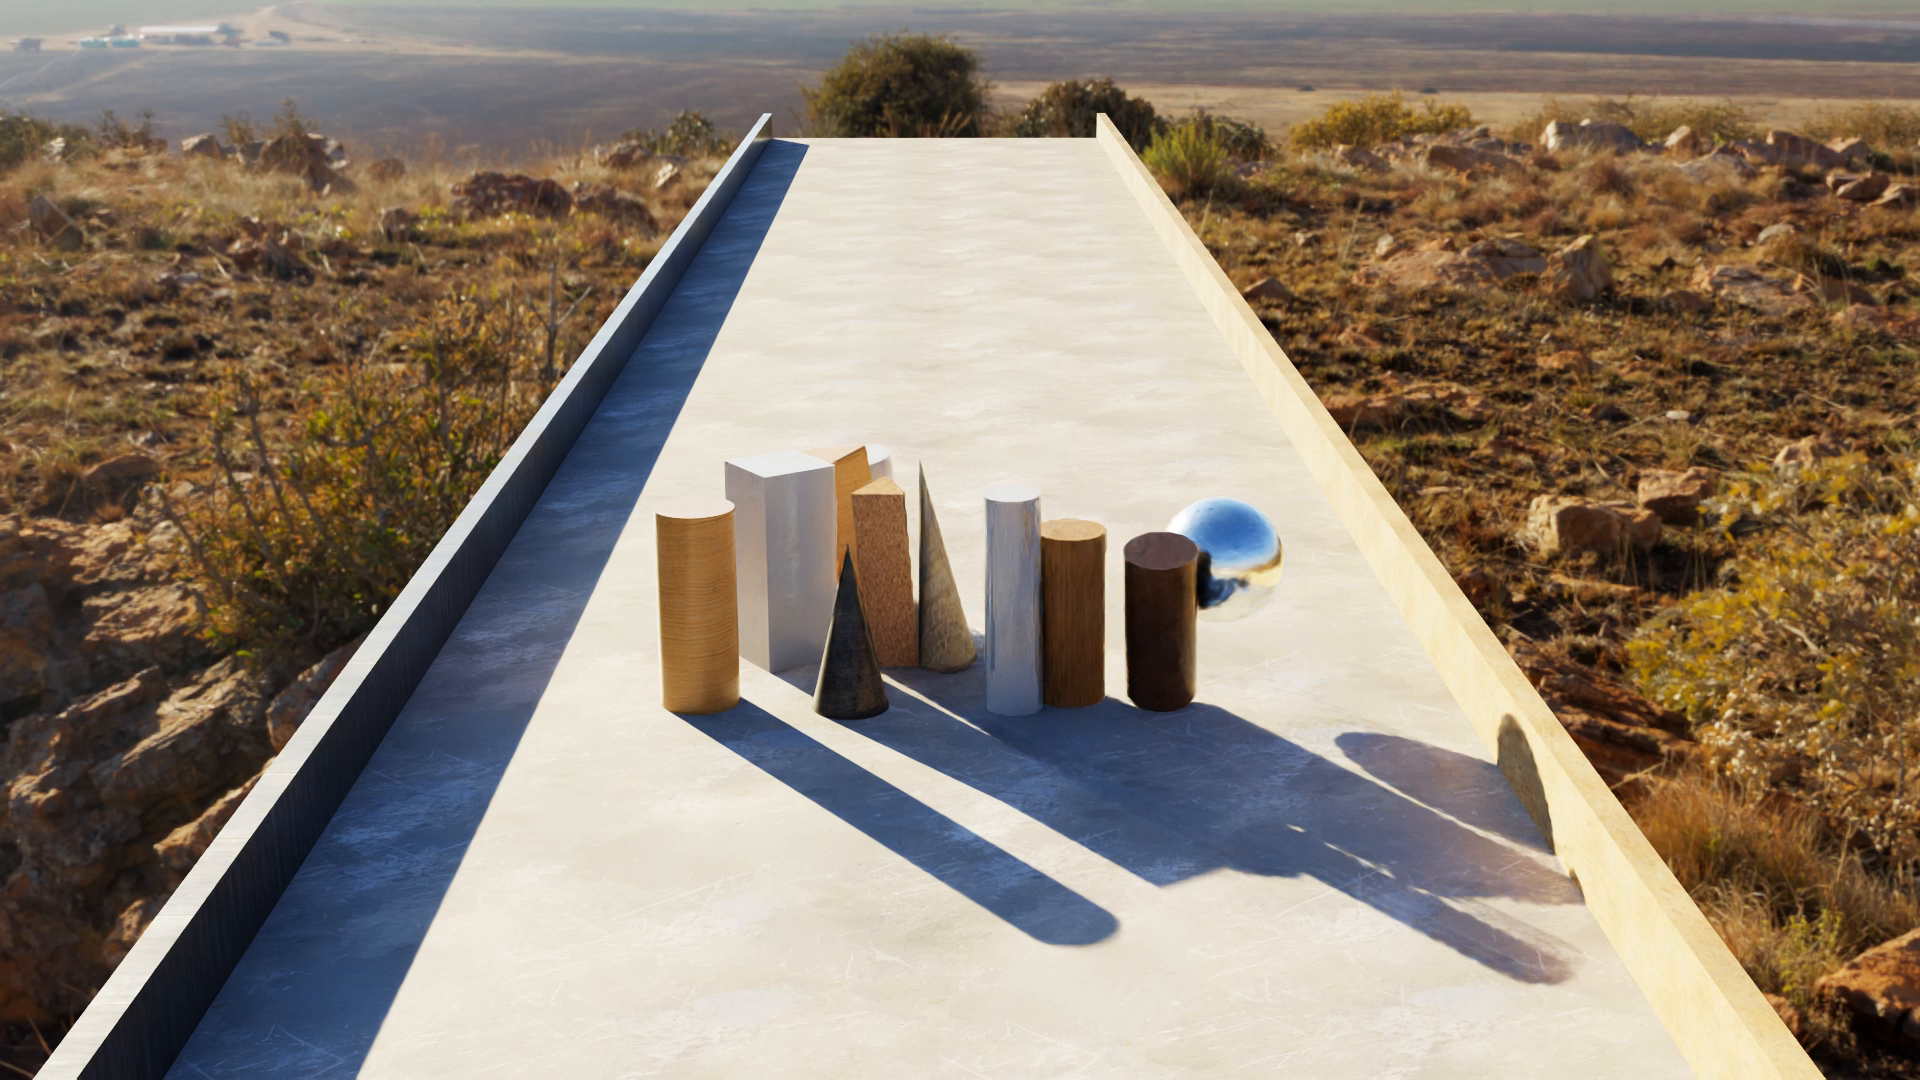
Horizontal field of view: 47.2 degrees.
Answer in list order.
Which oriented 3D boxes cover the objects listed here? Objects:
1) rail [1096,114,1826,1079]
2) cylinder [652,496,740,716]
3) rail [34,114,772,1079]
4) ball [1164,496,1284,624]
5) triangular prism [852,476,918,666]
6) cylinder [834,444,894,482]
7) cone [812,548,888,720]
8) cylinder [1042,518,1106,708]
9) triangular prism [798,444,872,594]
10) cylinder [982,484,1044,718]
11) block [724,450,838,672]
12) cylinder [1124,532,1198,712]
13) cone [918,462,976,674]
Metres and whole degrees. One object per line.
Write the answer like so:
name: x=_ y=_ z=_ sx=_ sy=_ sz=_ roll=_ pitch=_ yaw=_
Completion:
rail: x=0.932 y=-0.844 z=7.801 sx=0.050 sy=0.150 sz=12.000 roll=0 pitch=17 yaw=-1
cylinder: x=-0.495 y=0.123 z=4.139 sx=0.152 sy=0.384 sz=0.152 roll=0 pitch=17 yaw=0
rail: x=-1.118 y=-0.838 z=7.780 sx=0.050 sy=0.150 sz=12.000 roll=0 pitch=17 yaw=-1
ball: x=0.502 y=0.038 z=4.238 sx=0.244 sy=0.244 sz=0.244 roll=0 pitch=17 yaw=0
triangular prism: x=-0.139 y=0.062 z=4.337 sx=0.101 sy=0.374 sz=0.088 roll=0 pitch=25 yaw=9
cylinder: x=-0.220 y=-0.028 z=4.729 sx=0.179 sy=0.319 sz=0.179 roll=-5 pitch=19 yaw=2
cone: x=-0.208 y=0.160 z=4.122 sx=0.147 sy=0.322 sz=0.147 roll=0 pitch=17 yaw=0
cylinder: x=0.208 y=0.139 z=4.168 sx=0.134 sy=0.334 sz=0.134 roll=0 pitch=18 yaw=0
triangular prism: x=-0.264 y=-0.009 z=4.604 sx=0.128 sy=0.365 sz=0.148 roll=8 pitch=26 yaw=37
cylinder: x=0.100 y=0.114 z=4.096 sx=0.107 sy=0.422 sz=0.107 roll=-1 pitch=19 yaw=0
block: x=-0.356 y=0.040 z=4.393 sx=0.160 sy=0.399 sz=0.160 roll=-11 pitch=20 yaw=-33
cylinder: x=0.375 y=0.154 z=4.118 sx=0.136 sy=0.314 sz=0.136 roll=-2 pitch=31 yaw=1
cone: x=-0.051 y=0.043 z=4.316 sx=0.118 sy=0.425 sz=0.118 roll=-7 pitch=19 yaw=2
